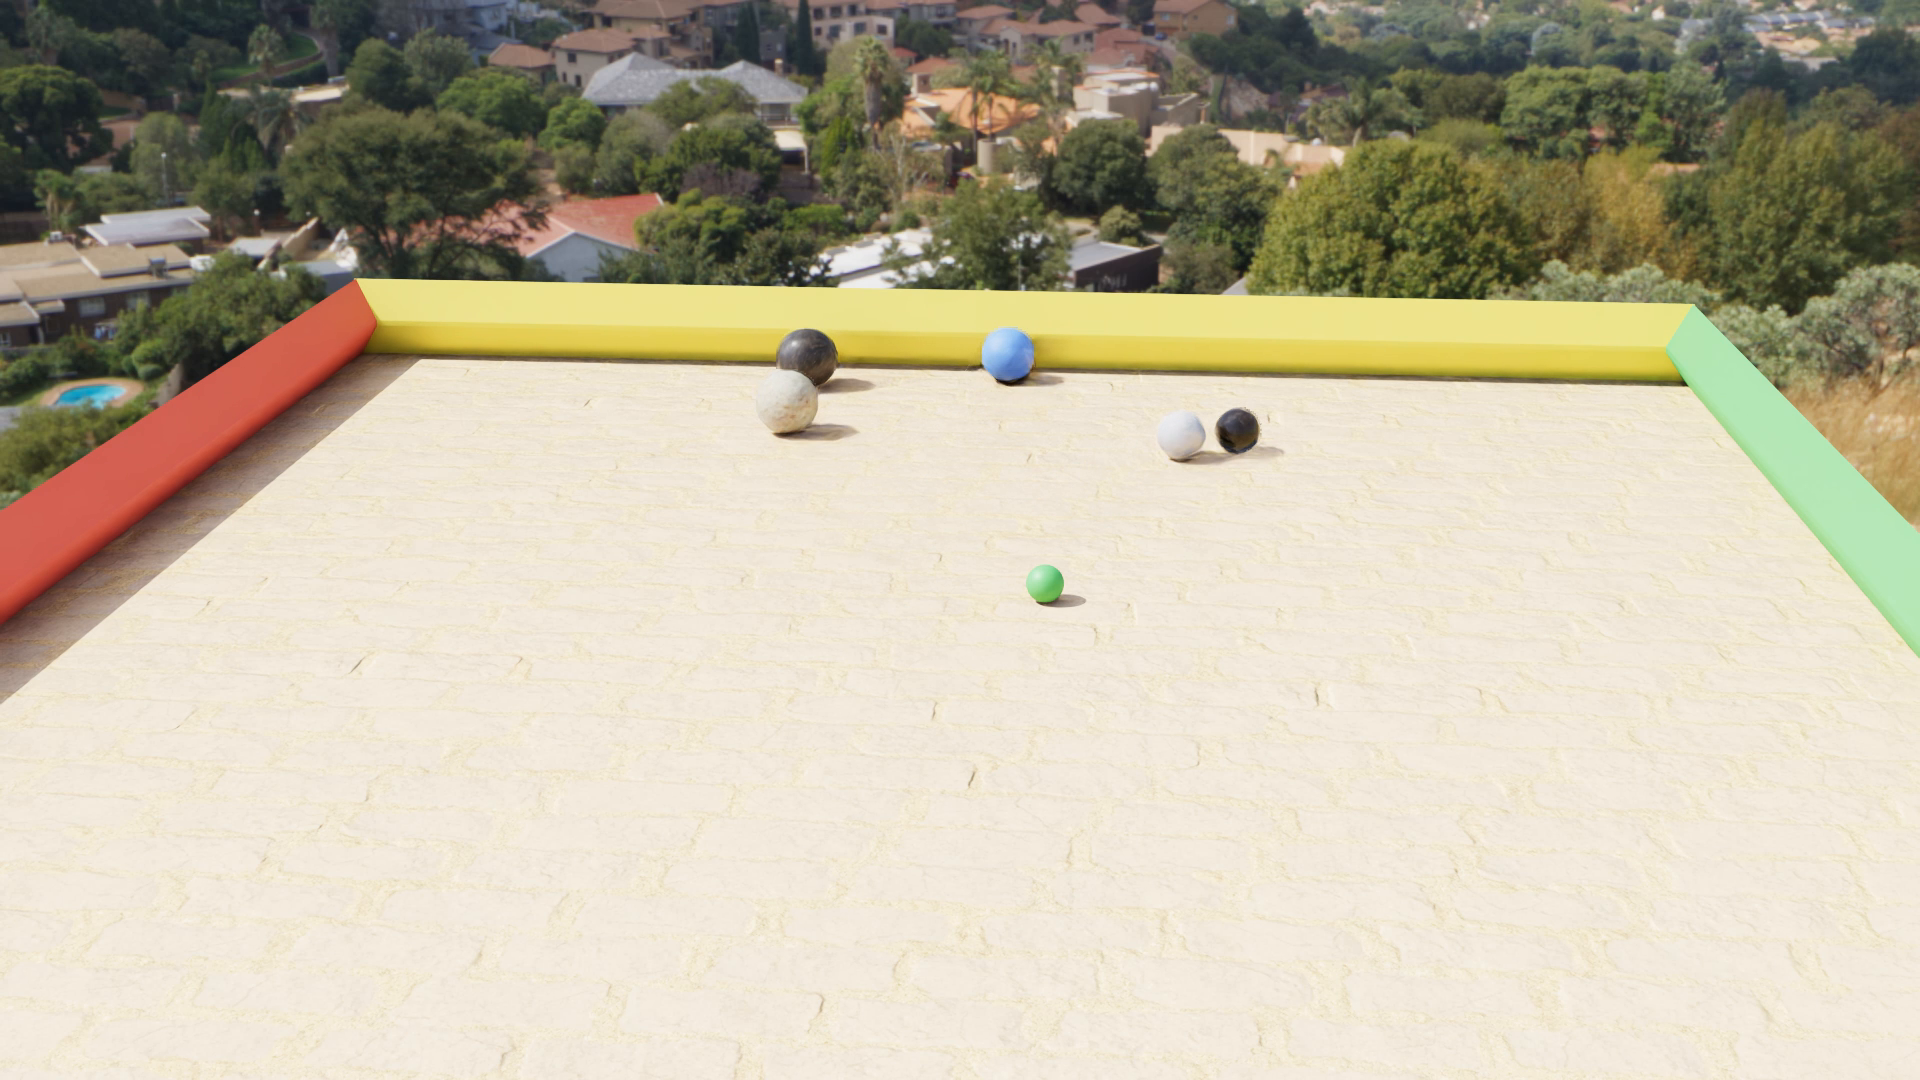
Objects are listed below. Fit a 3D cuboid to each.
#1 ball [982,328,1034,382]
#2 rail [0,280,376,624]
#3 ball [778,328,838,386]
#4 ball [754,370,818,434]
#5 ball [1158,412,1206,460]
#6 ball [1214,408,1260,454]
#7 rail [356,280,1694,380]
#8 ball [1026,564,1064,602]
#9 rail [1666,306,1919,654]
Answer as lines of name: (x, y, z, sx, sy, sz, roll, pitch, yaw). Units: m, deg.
ball: (0.073, -0.282, 3.352, 0.081, 0.081, 0.081, 0, 20, 0)
rail: (-1.088, 0.252, 1.795, 0.045, 0.119, 3.649, 2, 20, 4)
ball: (-0.230, -0.275, 3.319, 0.091, 0.091, 0.091, 0, 20, 0)
ball: (-0.243, -0.194, 3.092, 0.090, 0.090, 0.090, 0, 20, 0)
ball: (0.300, -0.141, 2.981, 0.066, 0.066, 0.066, 0, 20, 0)
ball: (0.379, -0.149, 3.008, 0.062, 0.062, 0.062, 0, 20, 0)
rail: (0.074, -0.322, 3.406, 2.078, 0.119, 0.045, 2, 20, 4)
ball: (0.096, 0.049, 2.480, 0.043, 0.043, 0.043, 0, 20, 0)
rail: (0.936, 0.309, 1.636, 0.045, 0.119, 3.649, 2, 20, 4)
